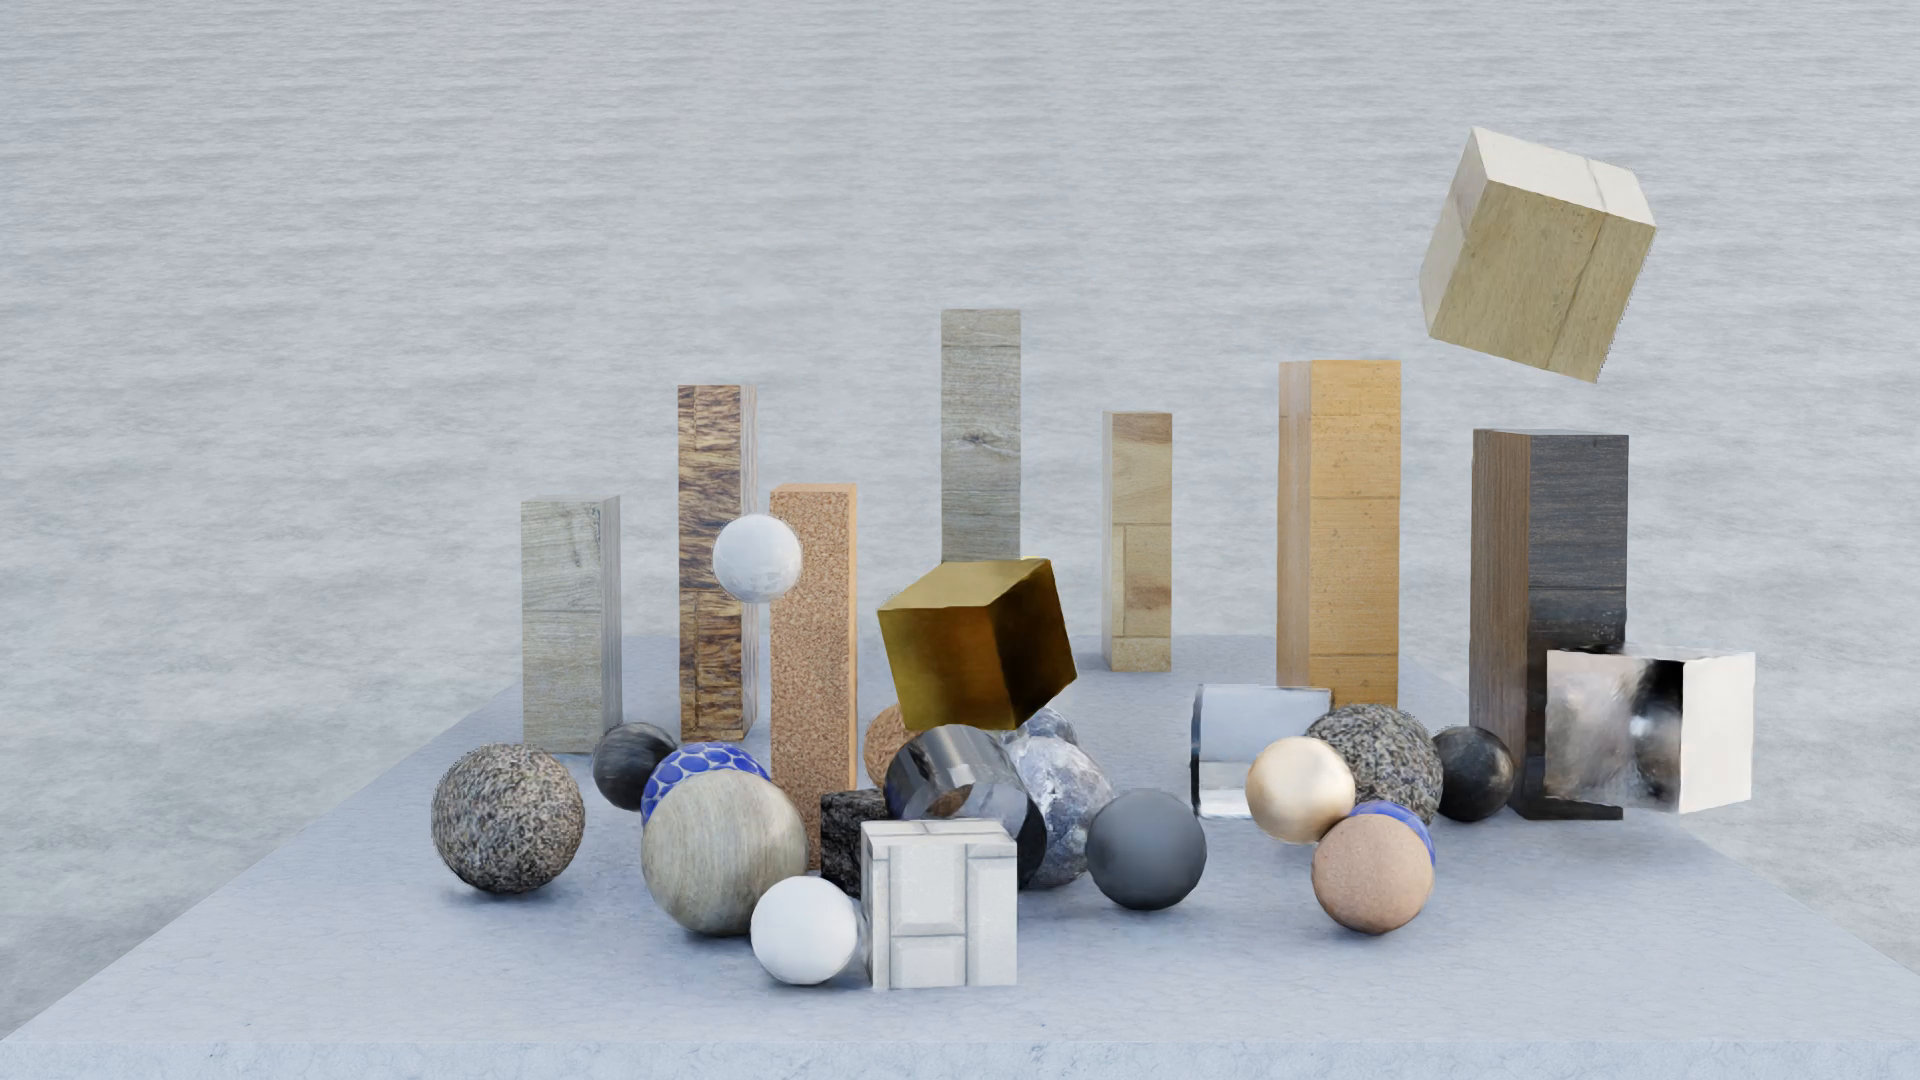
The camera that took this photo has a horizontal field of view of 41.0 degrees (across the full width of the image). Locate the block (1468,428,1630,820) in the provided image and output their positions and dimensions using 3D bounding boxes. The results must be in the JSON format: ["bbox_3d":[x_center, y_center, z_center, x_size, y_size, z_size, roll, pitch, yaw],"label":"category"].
[{"bbox_3d":[0.910,0.116,4.000,0.145,0.570,0.425,0,4,0],"label":"block"}]

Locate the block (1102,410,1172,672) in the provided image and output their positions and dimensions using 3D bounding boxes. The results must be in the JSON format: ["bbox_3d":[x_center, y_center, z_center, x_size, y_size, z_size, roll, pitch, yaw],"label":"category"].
[{"bbox_3d":[0.403,-0.007,5.893,0.132,0.575,0.405,0,4,0],"label":"block"}]

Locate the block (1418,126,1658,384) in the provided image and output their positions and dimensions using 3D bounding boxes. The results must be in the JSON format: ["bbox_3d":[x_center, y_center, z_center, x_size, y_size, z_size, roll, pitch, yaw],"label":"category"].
[{"bbox_3d":[0.638,-0.320,2.860,0.189,0.189,0.189,15,27,-2],"label":"block"}]

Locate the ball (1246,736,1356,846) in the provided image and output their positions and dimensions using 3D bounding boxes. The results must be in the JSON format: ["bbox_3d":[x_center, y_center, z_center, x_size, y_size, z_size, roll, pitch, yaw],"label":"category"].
[{"bbox_3d":[0.410,0.302,3.094,0.131,0.131,0.131,0,20,0],"label":"ball"}]

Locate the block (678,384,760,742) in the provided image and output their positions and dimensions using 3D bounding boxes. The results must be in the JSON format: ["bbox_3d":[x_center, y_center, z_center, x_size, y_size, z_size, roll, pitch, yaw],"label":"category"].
[{"bbox_3d":[-0.448,0.031,4.792,0.111,0.641,0.397,0,4,0],"label":"block"}]

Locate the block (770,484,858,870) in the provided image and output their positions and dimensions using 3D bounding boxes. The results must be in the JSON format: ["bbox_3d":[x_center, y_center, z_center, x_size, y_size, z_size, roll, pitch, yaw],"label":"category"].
[{"bbox_3d":[-0.199,0.179,3.539,0.105,0.504,0.276,0,4,0],"label":"block"}]

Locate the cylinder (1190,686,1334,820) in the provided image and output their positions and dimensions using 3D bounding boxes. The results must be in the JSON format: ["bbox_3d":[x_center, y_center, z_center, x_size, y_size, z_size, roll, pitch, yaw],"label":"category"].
[{"bbox_3d":[0.450,0.316,3.799,0.196,0.196,0.196,1,20,12],"label":"cylinder"}]

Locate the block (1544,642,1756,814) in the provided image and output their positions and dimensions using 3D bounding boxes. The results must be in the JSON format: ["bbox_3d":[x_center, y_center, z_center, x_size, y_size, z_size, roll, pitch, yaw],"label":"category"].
[{"bbox_3d":[0.954,0.256,3.552,0.205,0.205,0.205,4,4,43],"label":"block"}]

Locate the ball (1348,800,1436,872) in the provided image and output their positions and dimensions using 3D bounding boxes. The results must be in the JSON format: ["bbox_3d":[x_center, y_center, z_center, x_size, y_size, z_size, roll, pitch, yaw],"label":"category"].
[{"bbox_3d":[0.517,0.388,3.163,0.134,0.134,0.134,0,20,0],"label":"ball"}]

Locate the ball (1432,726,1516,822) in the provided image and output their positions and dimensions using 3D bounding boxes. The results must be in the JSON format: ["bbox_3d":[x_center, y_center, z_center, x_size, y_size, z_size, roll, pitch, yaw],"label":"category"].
[{"bbox_3d":[0.747,0.345,3.787,0.142,0.142,0.142,0,20,0],"label":"ball"}]

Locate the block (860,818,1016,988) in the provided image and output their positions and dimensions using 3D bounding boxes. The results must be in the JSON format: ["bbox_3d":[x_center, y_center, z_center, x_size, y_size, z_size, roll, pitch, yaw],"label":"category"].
[{"bbox_3d":[-0.026,0.399,2.836,0.155,0.155,0.155,-1,4,-7],"label":"block"}]

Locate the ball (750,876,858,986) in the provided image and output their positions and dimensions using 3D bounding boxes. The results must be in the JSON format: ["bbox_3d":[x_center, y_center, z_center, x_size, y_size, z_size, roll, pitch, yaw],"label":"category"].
[{"bbox_3d":[-0.167,0.420,2.763,0.117,0.117,0.117,0,20,0],"label":"ball"}]

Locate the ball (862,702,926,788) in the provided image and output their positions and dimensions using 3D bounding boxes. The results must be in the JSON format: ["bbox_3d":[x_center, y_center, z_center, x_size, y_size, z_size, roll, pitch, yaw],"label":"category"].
[{"bbox_3d":[-0.070,0.326,3.950,0.159,0.159,0.159,0,20,0],"label":"ball"}]

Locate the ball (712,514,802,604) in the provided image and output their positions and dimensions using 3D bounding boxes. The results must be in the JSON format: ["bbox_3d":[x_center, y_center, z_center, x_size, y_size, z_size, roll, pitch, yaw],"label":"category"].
[{"bbox_3d":[-0.261,0.024,3.308,0.115,0.115,0.115,0,20,0],"label":"ball"}]

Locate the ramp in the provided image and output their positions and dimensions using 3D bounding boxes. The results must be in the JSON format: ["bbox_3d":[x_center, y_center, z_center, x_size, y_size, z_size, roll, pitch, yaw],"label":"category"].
[{"bbox_3d":[0.046,0.418,4.535,2.000,0.100,4.000,0,4,0],"label":"ramp"}]

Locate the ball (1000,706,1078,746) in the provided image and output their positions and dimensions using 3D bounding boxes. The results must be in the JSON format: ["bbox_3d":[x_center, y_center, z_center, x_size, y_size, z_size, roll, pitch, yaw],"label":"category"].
[{"bbox_3d":[0.126,0.330,4.144,0.126,0.126,0.126,0,20,0],"label":"ball"}]

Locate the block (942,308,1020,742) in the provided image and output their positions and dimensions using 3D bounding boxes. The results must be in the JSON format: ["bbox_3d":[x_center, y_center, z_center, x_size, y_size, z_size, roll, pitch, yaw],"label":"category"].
[{"bbox_3d":[0.036,-0.028,4.676,0.138,0.773,0.366,0,4,0],"label":"block"}]

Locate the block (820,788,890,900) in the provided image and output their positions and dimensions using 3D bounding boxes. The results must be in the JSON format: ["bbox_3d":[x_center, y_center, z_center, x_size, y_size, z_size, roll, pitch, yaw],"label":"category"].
[{"bbox_3d":[-0.095,0.387,3.280,0.121,0.121,0.121,-2,4,-34],"label":"block"}]

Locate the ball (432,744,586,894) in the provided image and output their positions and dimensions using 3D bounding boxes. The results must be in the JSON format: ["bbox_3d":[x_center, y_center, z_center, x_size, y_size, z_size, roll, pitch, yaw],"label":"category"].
[{"bbox_3d":[-0.573,0.354,3.260,0.191,0.191,0.191,0,20,0],"label":"ball"}]

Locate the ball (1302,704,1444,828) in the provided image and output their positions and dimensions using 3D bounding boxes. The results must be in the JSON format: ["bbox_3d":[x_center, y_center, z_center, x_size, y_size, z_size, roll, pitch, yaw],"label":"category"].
[{"bbox_3d":[0.556,0.328,3.514,0.209,0.209,0.209,0,20,0],"label":"ball"}]

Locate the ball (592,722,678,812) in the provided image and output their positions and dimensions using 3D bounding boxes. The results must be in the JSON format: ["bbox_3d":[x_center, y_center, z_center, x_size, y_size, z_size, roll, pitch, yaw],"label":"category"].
[{"bbox_3d":[-0.450,0.317,3.579,0.123,0.123,0.123,0,20,0],"label":"ball"}]

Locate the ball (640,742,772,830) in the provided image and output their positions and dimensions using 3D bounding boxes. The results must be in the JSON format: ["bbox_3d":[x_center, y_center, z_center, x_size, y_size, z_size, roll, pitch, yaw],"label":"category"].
[{"bbox_3d":[-0.329,0.353,3.362,0.179,0.179,0.179,0,20,0],"label":"ball"}]

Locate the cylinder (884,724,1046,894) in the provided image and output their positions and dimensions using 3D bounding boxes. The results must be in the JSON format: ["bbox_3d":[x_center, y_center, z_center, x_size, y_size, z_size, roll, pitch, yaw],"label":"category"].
[{"bbox_3d":[0.004,0.328,3.066,0.164,0.164,0.164,-4,21,-12],"label":"cylinder"}]

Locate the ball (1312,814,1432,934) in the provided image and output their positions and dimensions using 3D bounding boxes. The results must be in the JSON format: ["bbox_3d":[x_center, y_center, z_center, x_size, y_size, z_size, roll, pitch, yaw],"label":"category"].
[{"bbox_3d":[0.485,0.393,3.026,0.142,0.142,0.142,0,20,0],"label":"ball"}]

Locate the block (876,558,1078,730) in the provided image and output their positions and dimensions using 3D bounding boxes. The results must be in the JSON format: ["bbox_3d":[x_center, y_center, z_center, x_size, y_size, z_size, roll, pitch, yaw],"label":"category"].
[{"bbox_3d":[0.027,0.155,3.816,0.192,0.192,0.192,-3,19,33],"label":"block"}]

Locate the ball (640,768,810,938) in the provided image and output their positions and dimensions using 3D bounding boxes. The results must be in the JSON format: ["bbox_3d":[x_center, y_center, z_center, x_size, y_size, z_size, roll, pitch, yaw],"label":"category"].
[{"bbox_3d":[-0.276,0.367,3.010,0.197,0.197,0.197,0,20,0],"label":"ball"}]

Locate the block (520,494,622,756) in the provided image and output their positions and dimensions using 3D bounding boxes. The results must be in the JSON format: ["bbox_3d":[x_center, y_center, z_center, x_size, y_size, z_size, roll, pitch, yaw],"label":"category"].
[{"bbox_3d":[-0.690,0.145,4.577,0.137,0.440,0.267,0,4,0],"label":"block"}]

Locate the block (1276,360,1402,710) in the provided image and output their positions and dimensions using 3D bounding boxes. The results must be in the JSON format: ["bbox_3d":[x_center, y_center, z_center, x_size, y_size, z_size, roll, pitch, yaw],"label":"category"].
[{"bbox_3d":[0.624,0.044,4.268,0.141,0.681,0.413,0,4,0],"label":"block"}]

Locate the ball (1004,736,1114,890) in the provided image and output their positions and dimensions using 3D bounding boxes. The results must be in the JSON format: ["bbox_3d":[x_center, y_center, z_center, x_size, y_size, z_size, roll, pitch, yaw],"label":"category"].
[{"bbox_3d":[0.102,0.350,3.293,0.195,0.195,0.195,0,20,0],"label":"ball"}]

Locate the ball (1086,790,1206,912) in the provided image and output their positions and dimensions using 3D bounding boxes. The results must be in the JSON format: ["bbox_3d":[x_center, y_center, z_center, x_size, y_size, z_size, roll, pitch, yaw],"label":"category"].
[{"bbox_3d":[0.229,0.381,3.156,0.149,0.149,0.149,0,20,0],"label":"ball"}]
